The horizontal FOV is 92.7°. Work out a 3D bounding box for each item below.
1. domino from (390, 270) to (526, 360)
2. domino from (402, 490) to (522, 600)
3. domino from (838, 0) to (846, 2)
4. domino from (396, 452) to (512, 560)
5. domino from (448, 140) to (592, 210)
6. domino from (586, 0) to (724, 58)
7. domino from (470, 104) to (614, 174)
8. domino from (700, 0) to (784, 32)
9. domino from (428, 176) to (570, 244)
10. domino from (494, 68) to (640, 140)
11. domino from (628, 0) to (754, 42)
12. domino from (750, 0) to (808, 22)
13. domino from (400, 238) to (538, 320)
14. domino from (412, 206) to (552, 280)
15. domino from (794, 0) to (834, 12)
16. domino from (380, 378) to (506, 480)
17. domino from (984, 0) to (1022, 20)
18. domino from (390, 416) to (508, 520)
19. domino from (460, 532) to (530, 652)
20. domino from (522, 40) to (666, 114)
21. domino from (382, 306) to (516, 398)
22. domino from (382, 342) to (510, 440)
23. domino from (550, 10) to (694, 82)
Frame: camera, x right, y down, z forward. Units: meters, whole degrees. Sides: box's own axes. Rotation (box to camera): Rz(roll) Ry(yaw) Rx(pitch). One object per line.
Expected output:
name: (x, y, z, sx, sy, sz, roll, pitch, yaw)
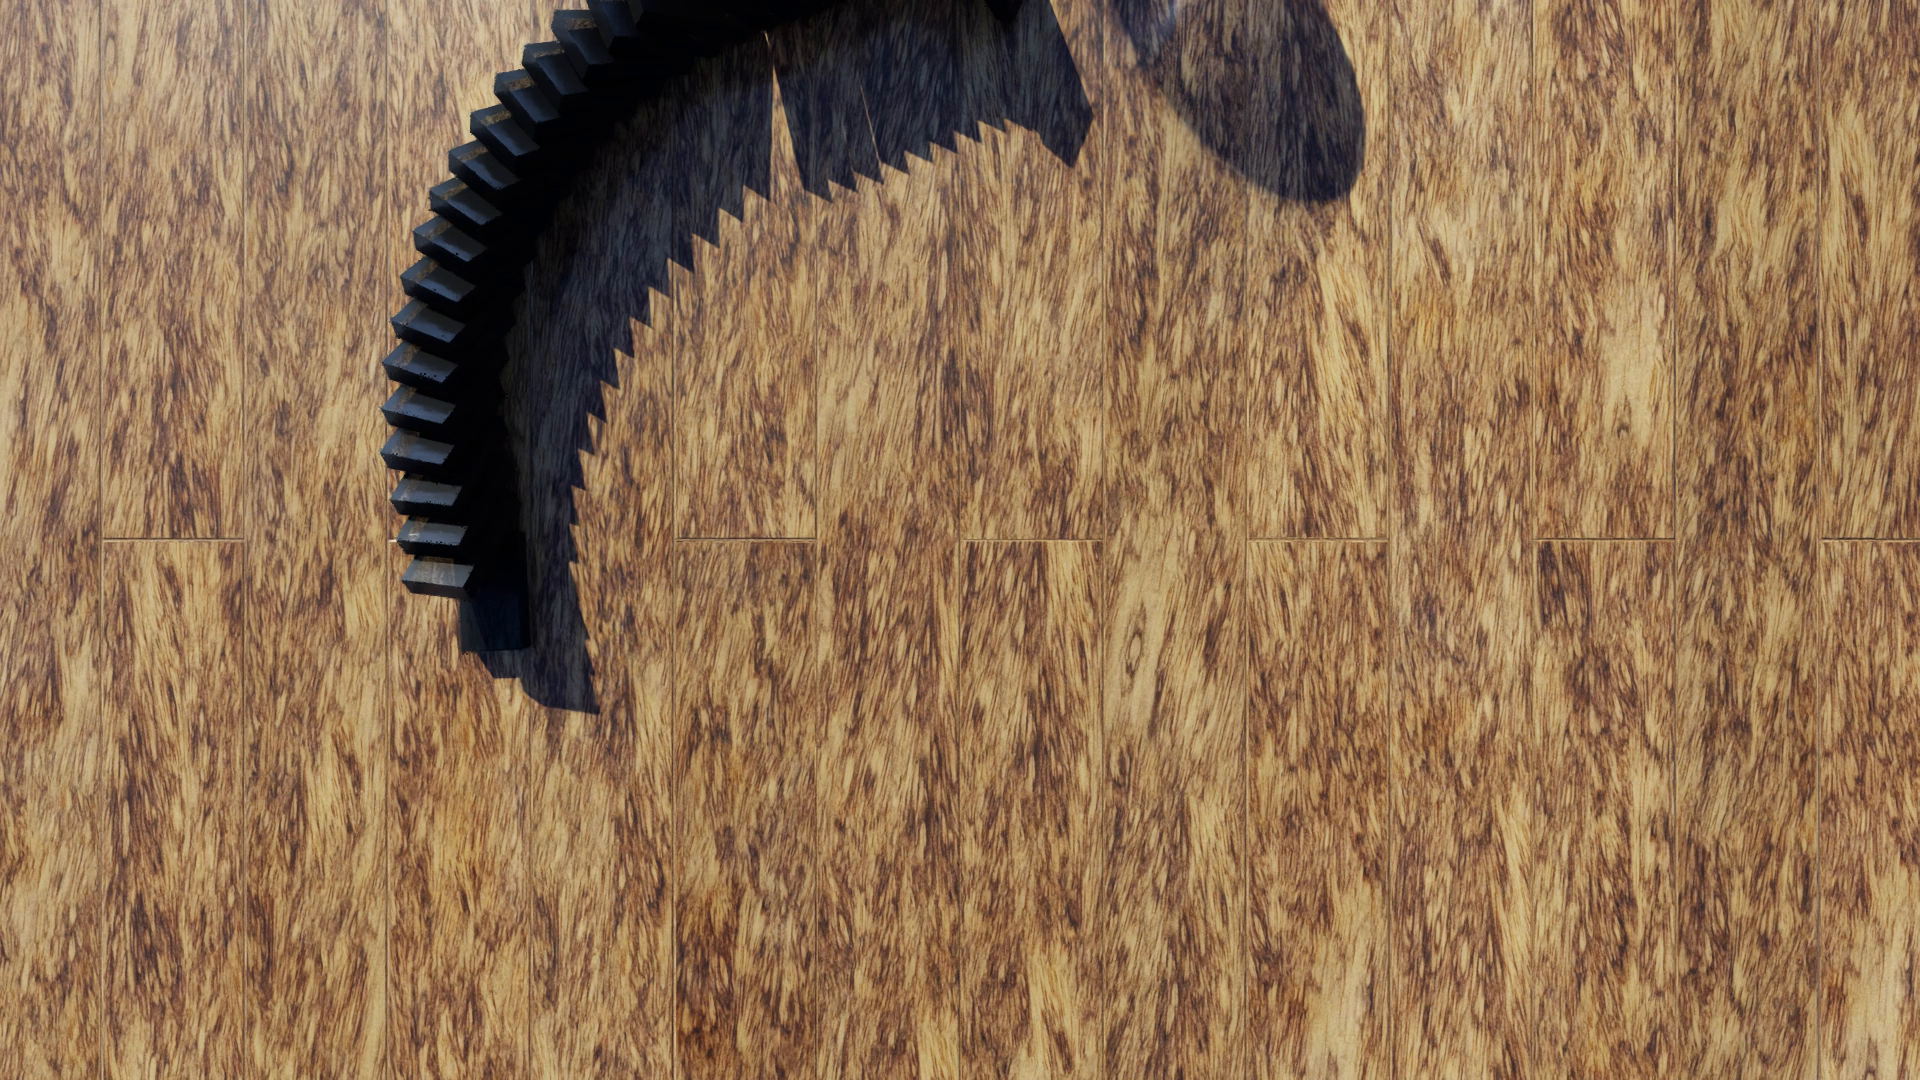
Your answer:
domino: (-0.207, -0.098, 0.381, 0.025, 0.010, 0.050, 21, 53, 0)
domino: (-0.206, 0.000, 0.381, 0.025, 0.010, 0.050, 7, 52, 1)
domino: (-0.064, -0.244, 0.377, 0.009, 0.050, 0.025, -13, 90, 33)
domino: (-0.209, -0.016, 0.381, 0.025, 0.009, 0.050, 5, 52, 0)
domino: (-0.182, -0.158, 0.380, 0.025, 0.010, 0.050, 39, 51, 0)
domino: (-0.126, -0.216, 0.380, 0.050, 0.009, 0.025, -23, 90, -41)
domino: (-0.173, -0.171, 0.380, 0.025, 0.010, 0.050, 44, 50, 0)
domino: (-0.097, -0.232, 0.377, 0.009, 0.050, 0.025, -13, 90, 34)
domino: (-0.190, -0.144, 0.380, 0.025, 0.009, 0.050, 34, 50, 0)
domino: (-0.162, -0.184, 0.380, 0.025, 0.010, 0.050, 51, 50, 0)
domino: (-0.113, -0.224, 0.380, 0.050, 0.009, 0.025, -17, 89, -41)
domino: (-0.086, -0.236, 0.377, 0.009, 0.050, 0.025, -13, 90, 34)
domino: (-0.203, -0.114, 0.381, 0.025, 0.009, 0.050, 25, 52, 0)
domino: (-0.197, -0.130, 0.381, 0.025, 0.009, 0.050, 30, 51, 0)
domino: (-0.075, -0.240, 0.377, 0.009, 0.050, 0.025, -13, 90, 34)
domino: (-0.214, -0.049, 0.381, 0.025, 0.009, 0.050, 11, 53, 0)
domino: (0.013, -0.242, 0.376, 0.009, 0.050, 0.025, 22, 90, 31)
domino: (-0.211, -0.032, 0.381, 0.025, 0.009, 0.050, 6, 52, 0)
domino: (-0.201, 0.022, 0.395, 0.025, 0.010, 0.050, -3, 90, 0)
domino: (-0.151, -0.195, 0.380, 0.050, 0.009, 0.025, -37, 90, -40)
domino: (-0.211, -0.083, 0.381, 0.025, 0.010, 0.050, 19, 53, 0)
domino: (-0.213, -0.066, 0.381, 0.025, 0.010, 0.050, 14, 53, 0)
domino: (-0.139, -0.206, 0.380, 0.050, 0.010, 0.025, -31, 90, -41)
